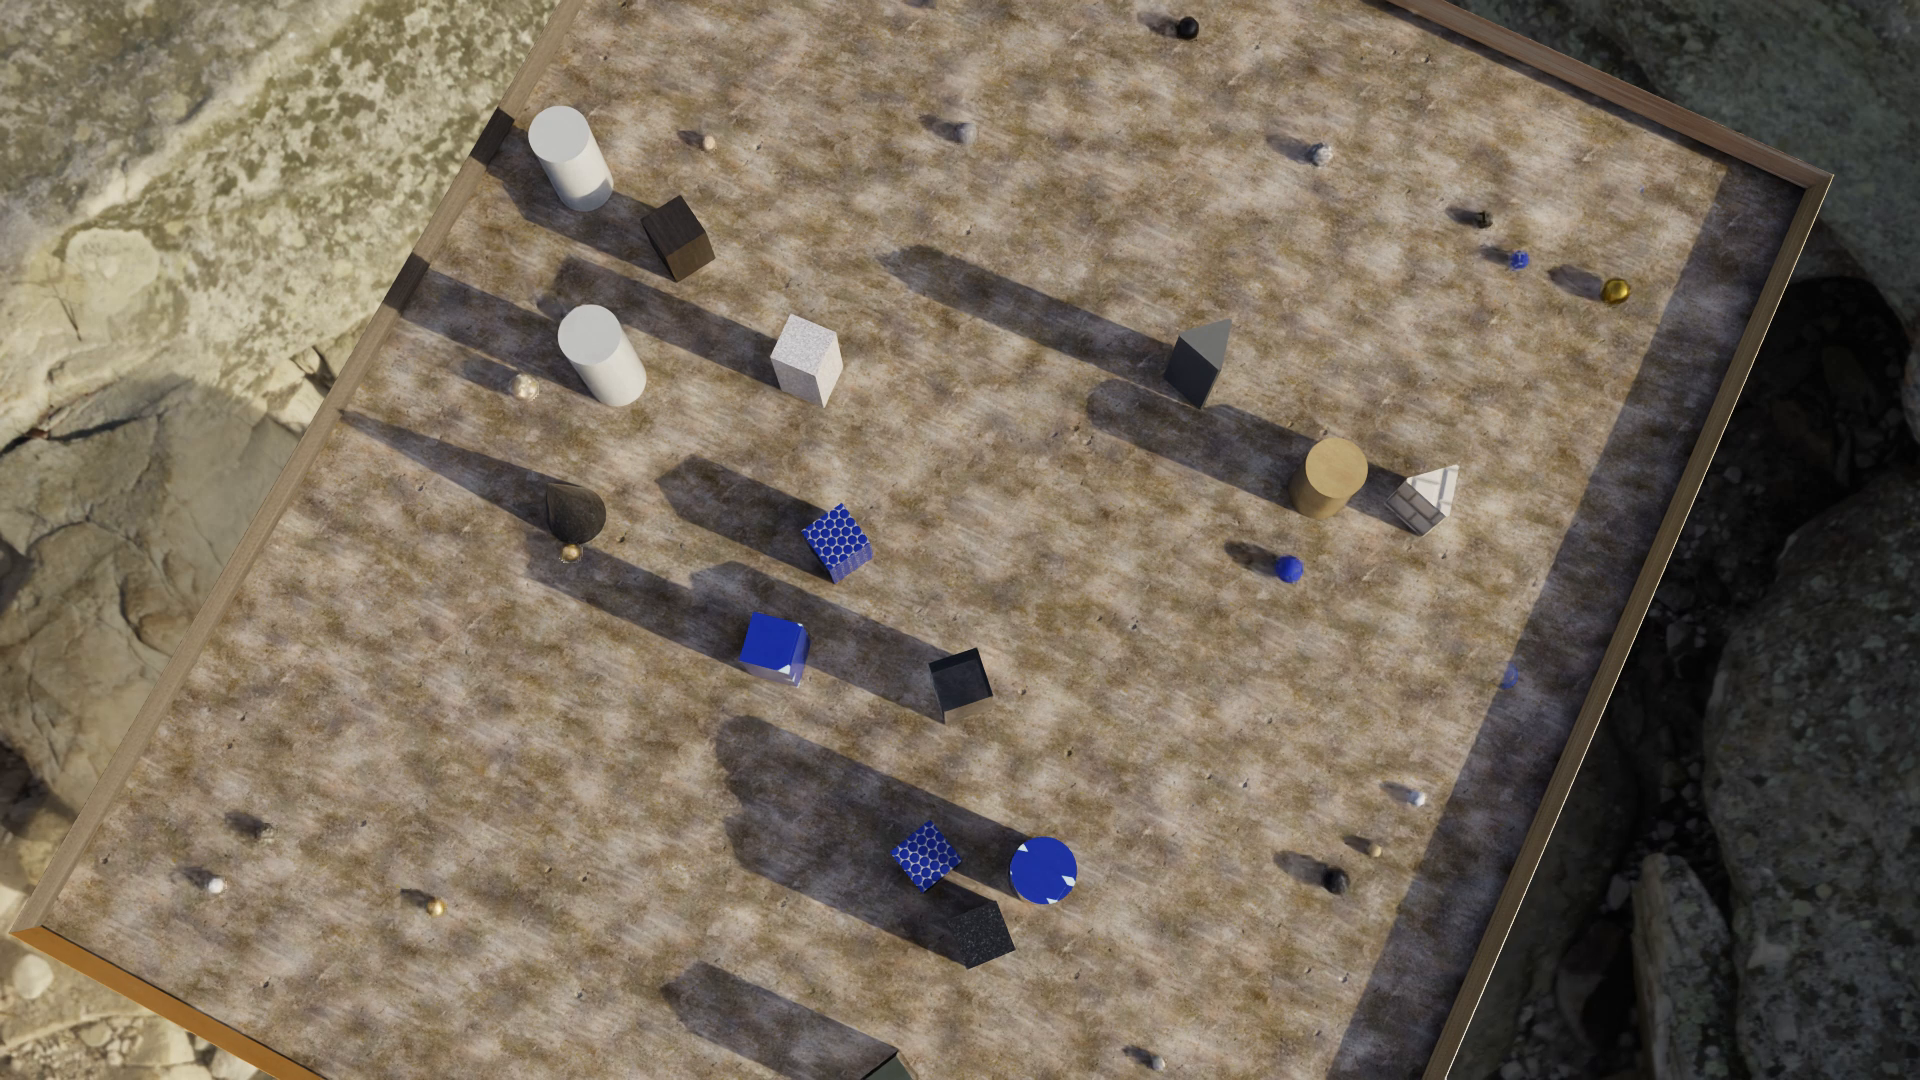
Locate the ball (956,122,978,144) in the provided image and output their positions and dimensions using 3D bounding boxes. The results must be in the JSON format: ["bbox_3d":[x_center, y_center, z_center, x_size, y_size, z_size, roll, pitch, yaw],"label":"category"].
[{"bbox_3d":[0.020,-1.298,5.848,0.071,0.071,0.071,0,78,0],"label":"ball"}]

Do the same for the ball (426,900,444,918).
[{"bbox_3d":[-1.535,1.078,5.367,0.052,0.052,0.052,0,78,0],"label":"ball"}]

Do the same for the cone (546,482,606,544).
[{"bbox_3d":[-1.179,-0.119,5.419,0.182,0.435,0.182,0,78,0],"label":"cone"}]

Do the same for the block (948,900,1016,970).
[{"bbox_3d":[0.060,1.124,5.223,0.146,0.314,0.146,-21,79,-4],"label":"block"}]

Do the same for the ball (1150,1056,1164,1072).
[{"bbox_3d":[0.567,1.509,5.282,0.045,0.045,0.045,0,78,0],"label":"ball"}]

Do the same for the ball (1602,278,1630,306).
[{"bbox_3d":[2.052,-0.779,5.733,0.087,0.087,0.087,0,78,0],"label":"ball"}]

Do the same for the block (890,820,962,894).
[{"bbox_3d":[-0.096,0.919,5.304,0.146,0.240,0.146,-39,81,-7],"label":"block"}]

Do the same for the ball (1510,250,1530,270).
[{"bbox_3d":[1.762,-0.881,5.768,0.059,0.059,0.059,0,78,0],"label":"ball"}]

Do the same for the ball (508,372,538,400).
[{"bbox_3d":[-1.354,-0.476,5.668,0.091,0.091,0.091,0,78,0],"label":"ball"}]

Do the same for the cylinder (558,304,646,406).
[{"bbox_3d":[-1.070,-0.548,5.506,0.182,0.439,0.182,0,78,0],"label":"cylinder"}]

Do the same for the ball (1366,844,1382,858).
[{"bbox_3d":[1.222,0.915,5.405,0.043,0.043,0.043,0,78,0],"label":"ball"}]

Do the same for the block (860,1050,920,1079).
[{"bbox_3d":[-0.190,1.548,5.156,0.146,0.274,0.146,-36,81,-7],"label":"block"}]

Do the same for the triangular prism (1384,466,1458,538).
[{"bbox_3d":[1.409,-0.140,5.494,0.158,0.295,0.137,43,82,8],"label":"triangular prism"}]

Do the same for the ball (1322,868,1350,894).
[{"bbox_3d":[1.103,0.999,5.369,0.079,0.079,0.079,0,78,0],"label":"ball"}]

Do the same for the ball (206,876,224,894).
[{"bbox_3d":[-2.189,1.014,5.381,0.050,0.050,0.050,0,78,0],"label":"ball"}]

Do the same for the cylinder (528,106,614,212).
[{"bbox_3d":[-1.198,-1.173,5.662,0.182,0.385,0.182,0,78,0],"label":"cylinder"}]

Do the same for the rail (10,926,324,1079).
[{"bbox_3d":[-1.000,1.965,5.149,3.853,0.119,0.045,26,80,5],"label":"rail"}]

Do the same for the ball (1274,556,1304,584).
[{"bbox_3d":[0.997,0.089,5.554,0.086,0.086,0.086,0,78,0],"label":"ball"}]

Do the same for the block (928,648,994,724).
[{"bbox_3d":[0.002,0.429,5.351,0.146,0.346,0.146,-18,79,-4],"label":"block"}]

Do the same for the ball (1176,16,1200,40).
[{"bbox_3d":[0.737,-1.652,5.920,0.074,0.074,0.074,0,78,0],"label":"ball"}]

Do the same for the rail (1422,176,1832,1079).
[{"bbox_3d":[1.702,0.840,5.381,0.045,0.119,4.520,26,80,5],"label":"rail"}]

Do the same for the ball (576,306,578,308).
[{"bbox_3d":[-1.177,-0.695,5.722,0.074,0.074,0.074,0,78,0],"label":"ball"}]

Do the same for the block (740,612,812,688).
[{"bbox_3d":[-0.539,0.325,5.381,0.146,0.330,0.146,15,79,3],"label":"block"}]

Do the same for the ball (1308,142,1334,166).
[{"bbox_3d":[1.148,-1.227,5.830,0.078,0.078,0.078,0,78,0],"label":"ball"}]

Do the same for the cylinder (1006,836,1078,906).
[{"bbox_3d":[0.229,0.945,5.212,0.182,0.409,0.182,0,78,0],"label":"cylinder"}]

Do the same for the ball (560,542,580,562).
[{"bbox_3d":[-1.185,0.037,5.571,0.059,0.059,0.059,0,78,0],"label":"ball"}]

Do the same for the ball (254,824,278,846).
[{"bbox_3d":[-2.046,0.872,5.403,0.065,0.065,0.065,0,78,0],"label":"ball"}]

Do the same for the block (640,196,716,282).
[{"bbox_3d":[-0.874,-0.934,5.692,0.146,0.229,0.146,-34,80,-7],"label":"block"}]

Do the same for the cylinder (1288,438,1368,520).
[{"bbox_3d":[1.103,-0.182,5.506,0.182,0.289,0.182,0,78,0],"label":"cylinder"}]

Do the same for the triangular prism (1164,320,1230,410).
[{"bbox_3d":[0.740,-0.550,5.515,0.158,0.422,0.137,43,81,8],"label":"triangular prism"}]

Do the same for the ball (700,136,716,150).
[{"bbox_3d":[-0.806,-1.270,5.855,0.046,0.046,0.046,0,78,0],"label":"ball"}]

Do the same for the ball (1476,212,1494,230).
[{"bbox_3d":[1.660,-1.011,5.797,0.056,0.056,0.056,0,78,0],"label":"ball"}]

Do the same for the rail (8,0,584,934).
[{"bbox_3d":[-1.702,-0.827,5.726,0.045,0.119,4.520,26,80,5],"label":"rail"}]

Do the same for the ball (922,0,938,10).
[{"bbox_3d":[-0.097,-1.745,5.952,0.050,0.050,0.050,0,78,0],"label":"ball"}]

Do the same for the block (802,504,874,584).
[{"bbox_3d":[-0.366,0.012,5.500,0.146,0.223,0.146,-35,80,-7],"label":"block"}]

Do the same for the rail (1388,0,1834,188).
[{"bbox_3d":[1.000,-1.952,5.958,3.853,0.119,0.045,26,80,5],"label":"rail"}]

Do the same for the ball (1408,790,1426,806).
[{"bbox_3d":[1.356,0.766,5.433,0.049,0.049,0.049,0,78,0],"label":"ball"}]

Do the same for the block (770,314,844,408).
[{"bbox_3d":[-0.461,-0.538,5.550,0.146,0.347,0.146,23,79,5],"label":"block"}]
